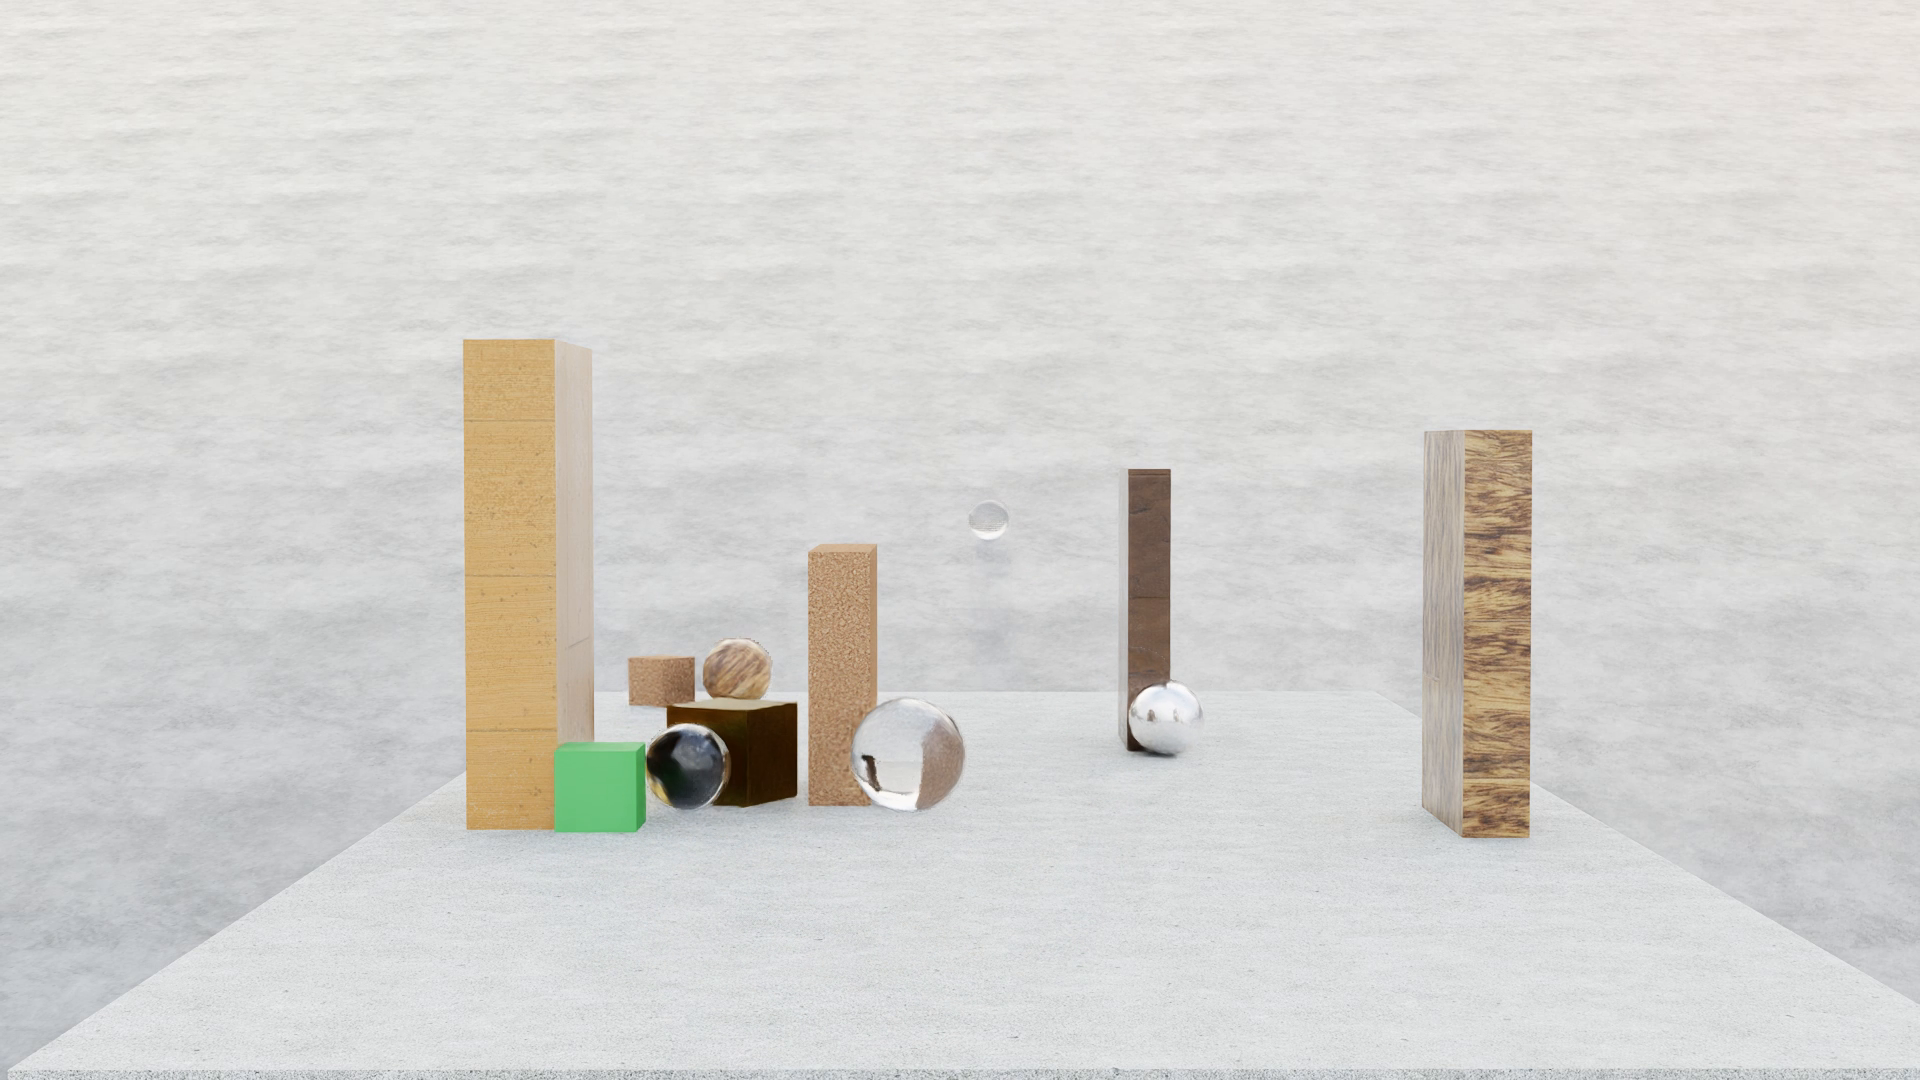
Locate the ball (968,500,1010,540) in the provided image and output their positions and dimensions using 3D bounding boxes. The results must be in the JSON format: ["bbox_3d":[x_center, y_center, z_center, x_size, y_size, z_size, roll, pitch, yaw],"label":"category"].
[{"bbox_3d":[0.086,-0.059,7.604,0.122,0.122,0.122,0,24,0],"label":"ball"}]

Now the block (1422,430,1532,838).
[{"bbox_3d":[0.846,0.142,4.236,0.106,0.644,0.356,0,2,0],"label":"block"}]

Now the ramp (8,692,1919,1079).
[{"bbox_3d":[0.056,0.504,4.549,2.000,0.100,4.000,0,2,0],"label":"ramp"}]

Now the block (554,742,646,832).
[{"bbox_3d":[-0.585,0.402,4.197,0.131,0.131,0.131,0,2,0],"label":"block"}]

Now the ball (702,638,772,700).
[{"bbox_3d":[-0.530,0.317,6.129,0.166,0.166,0.166,0,24,0],"label":"ball"}]

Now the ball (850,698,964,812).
[{"bbox_3d":[-0.089,0.364,4.367,0.194,0.194,0.194,0,24,0],"label":"ball"}]

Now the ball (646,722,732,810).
[{"bbox_3d":[-0.464,0.386,4.391,0.149,0.149,0.149,0,24,0],"label":"ball"}]

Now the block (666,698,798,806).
[{"bbox_3d":[-0.401,0.372,4.536,0.167,0.167,0.167,1,2,28],"label":"block"}]

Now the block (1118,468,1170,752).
[{"bbox_3d":[0.385,0.138,5.391,0.087,0.575,0.308,0,2,0],"label":"block"}]

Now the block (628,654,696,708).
[{"bbox_3d":[-0.722,0.340,6.231,0.114,0.114,0.114,1,2,36],"label":"block"}]

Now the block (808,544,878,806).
[{"bbox_3d":[-0.208,0.232,4.639,0.107,0.438,0.410,0,2,0],"label":"block"}]

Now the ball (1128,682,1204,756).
[{"bbox_3d":[0.414,0.358,5.170,0.150,0.150,0.150,0,24,0],"label":"ball"}]

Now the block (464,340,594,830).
[{"bbox_3d":[-0.724,0.065,4.364,0.147,0.791,0.426,0,2,0],"label":"block"}]
